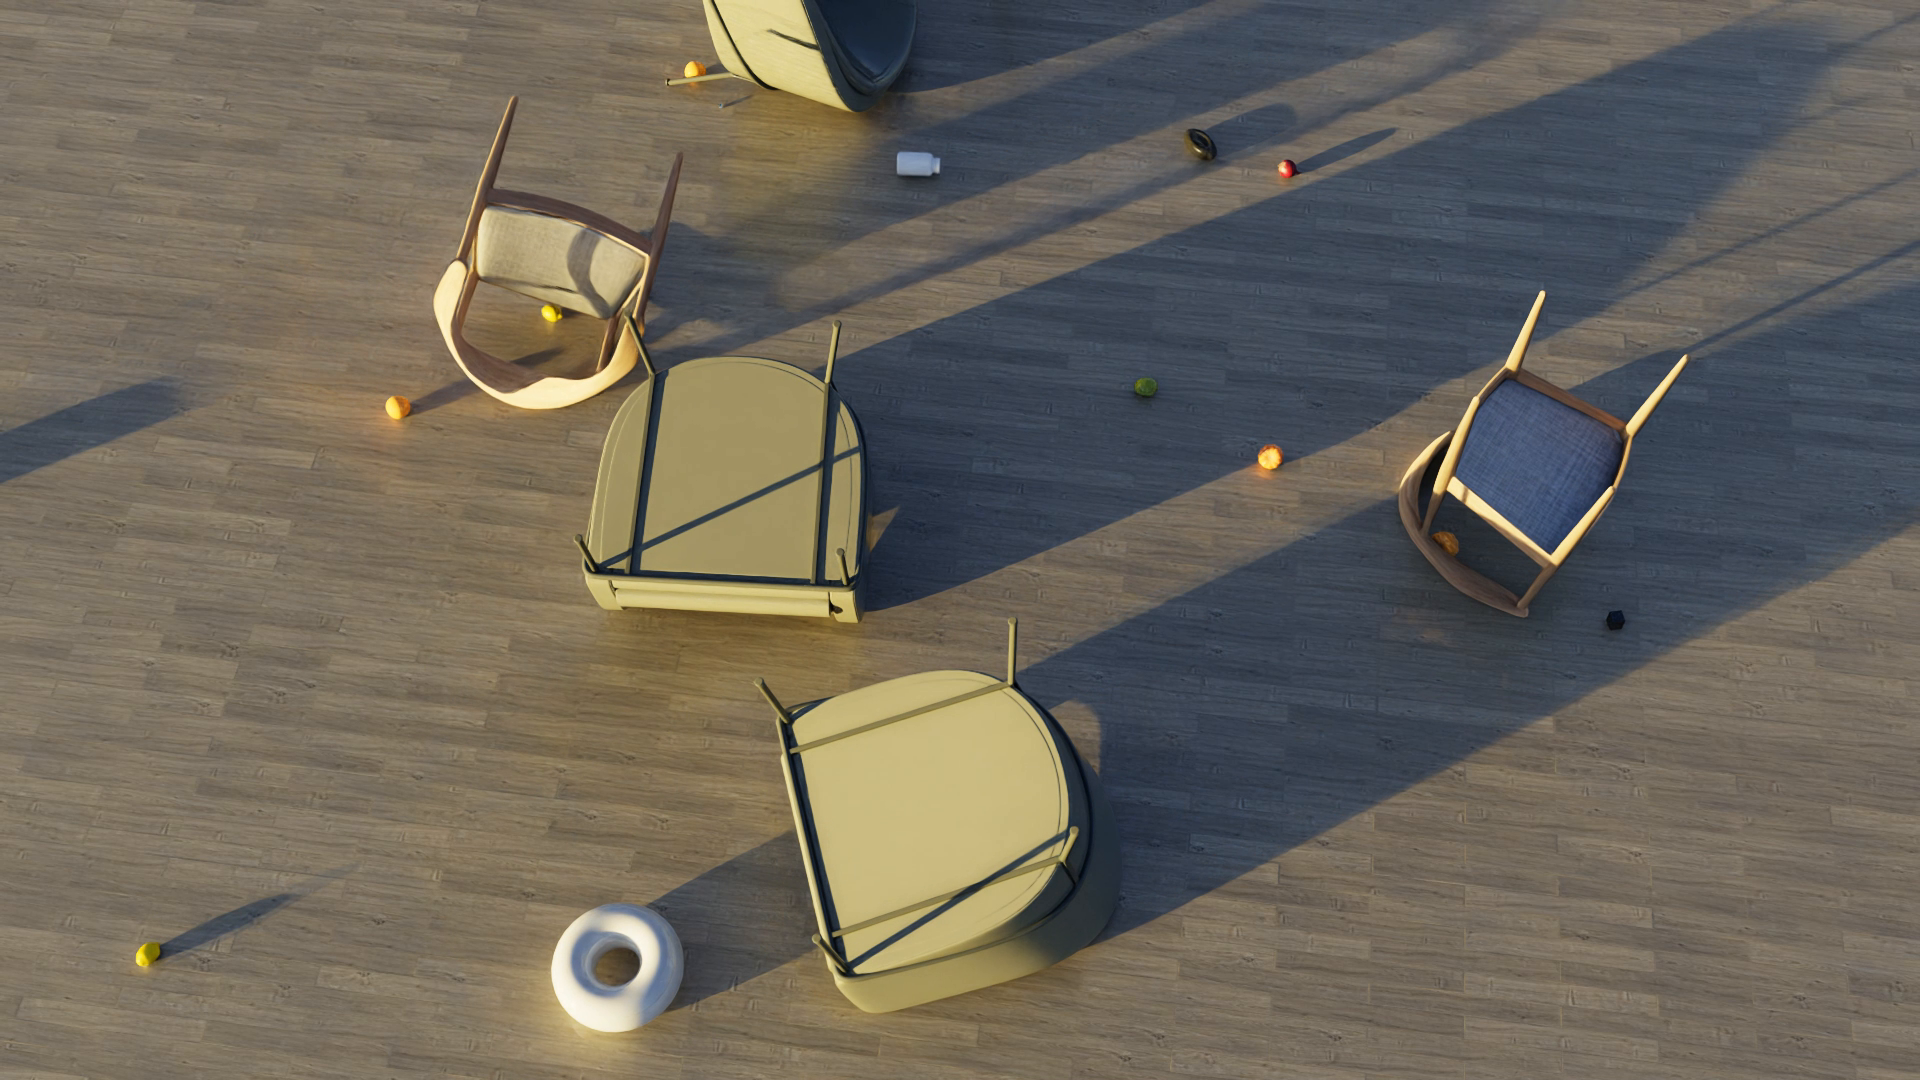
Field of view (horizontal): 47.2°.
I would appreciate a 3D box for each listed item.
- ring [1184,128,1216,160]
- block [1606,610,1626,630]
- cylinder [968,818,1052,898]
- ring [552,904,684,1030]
[{"bbox_3d":[0.814,-1.340,7.446,0.083,0.046,0.145,-30,62,-20],"label":"ring"},{"bbox_3d":[1.905,0.234,6.390,0.035,0.044,0.037,-7,56,-4],"label":"block"},{"bbox_3d":[0.134,0.856,5.922,0.180,0.128,0.148,24,66,20],"label":"cylinder"},{"bbox_3d":[-0.894,1.115,5.746,0.345,0.135,0.348,-3,57,-1],"label":"ring"}]
